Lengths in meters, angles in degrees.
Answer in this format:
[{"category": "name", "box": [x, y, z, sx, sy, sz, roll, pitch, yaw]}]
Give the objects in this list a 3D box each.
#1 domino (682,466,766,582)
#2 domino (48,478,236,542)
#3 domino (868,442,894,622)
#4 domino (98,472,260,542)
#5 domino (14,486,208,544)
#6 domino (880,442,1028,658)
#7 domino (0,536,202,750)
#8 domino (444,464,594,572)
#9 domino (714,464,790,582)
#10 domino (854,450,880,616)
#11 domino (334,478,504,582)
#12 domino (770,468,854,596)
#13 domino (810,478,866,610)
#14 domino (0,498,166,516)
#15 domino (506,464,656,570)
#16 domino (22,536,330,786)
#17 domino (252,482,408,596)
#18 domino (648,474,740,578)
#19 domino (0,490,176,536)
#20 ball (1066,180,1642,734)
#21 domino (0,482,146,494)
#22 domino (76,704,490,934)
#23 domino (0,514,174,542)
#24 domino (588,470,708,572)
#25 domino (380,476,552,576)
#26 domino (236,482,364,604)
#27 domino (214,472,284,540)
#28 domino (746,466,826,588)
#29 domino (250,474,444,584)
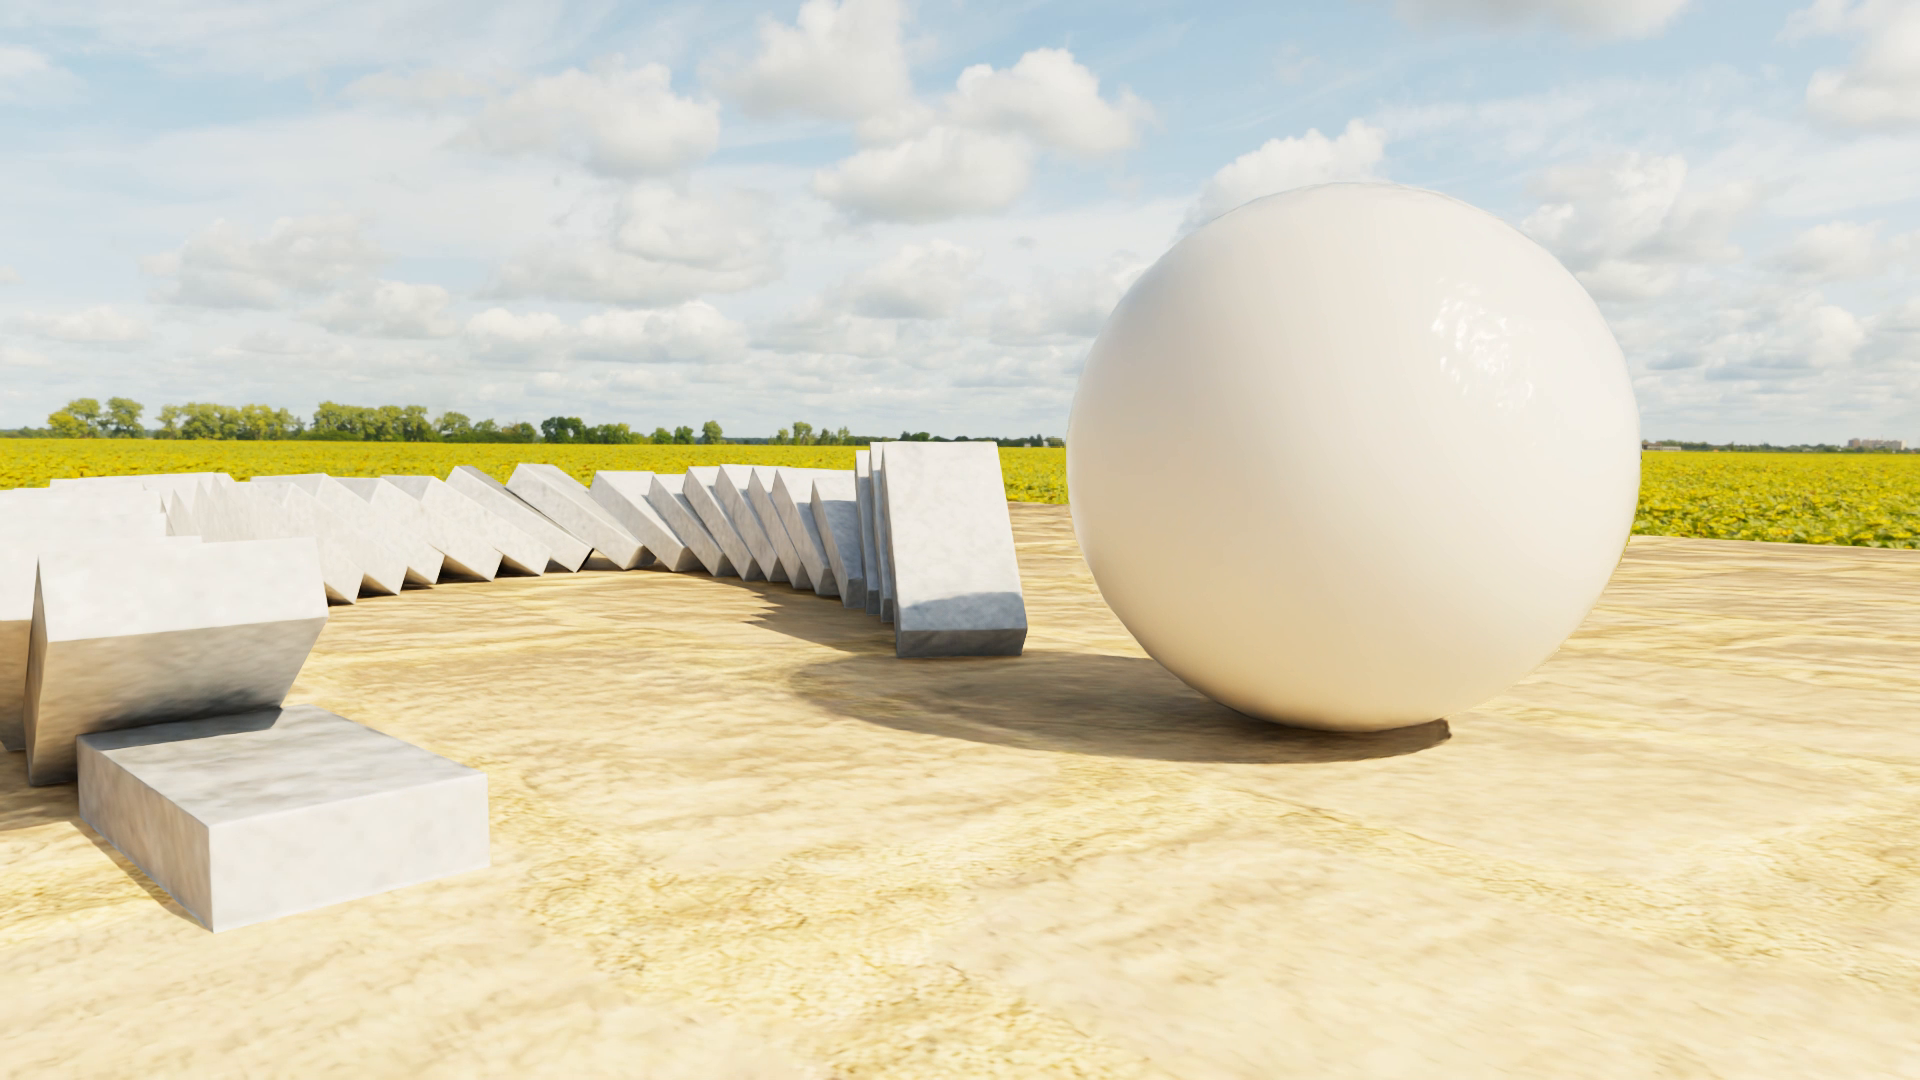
[{"category": "domino", "box": [-0.068, -0.006, 0.417, 0.025, 0.009, 0.050, -3, 37, -38]}, {"category": "domino", "box": [-0.163, 0.005, 0.264, 0.025, 0.009, 0.050, -2, -29, -13]}, {"category": "domino", "box": [-0.009, -0.003, 0.320, 0.025, 0.050, 0.009, -1, -39, -9]}, {"category": "domino", "box": [-0.168, 0.003, 0.280, 0.025, 0.009, 0.050, -3, -29, -10]}, {"category": "domino", "box": [-0.159, 0.007, 0.248, 0.025, 0.009, 0.050, -1, -28, -14]}, {"category": "domino", "box": [-0.002, 0.001, 0.268, 0.025, 0.050, 0.009, -1, -39, -9]}, {"category": "domino", "box": [-0.112, 0.014, 0.166, 0.025, 0.009, 0.050, -2, -23, -30]}, {"category": "domino", "box": [-0.147, -0.007, 0.431, 0.050, 0.010, 0.025, 33, -2, -11]}, {"category": "domino", "box": [-0.057, -0.006, 0.405, 0.025, 0.009, 0.050, 0, 36, -35]}, {"category": "domino", "box": [-0.013, -0.003, 0.334, 0.025, 0.010, 0.050, -1, 47, -9]}, {"category": "domino", "box": [-0.164, -0.003, 0.383, 0.025, 0.010, 0.050, 2, -25, 27]}, {"category": "domino", "box": [-0.036, -0.003, 0.373, 0.025, 0.010, 0.050, 0, 35, -27]}, {"category": "domino", "box": [-0.024, 0.000, 0.352, 0.025, 0.010, 0.050, -1, 34, -18]}, {"category": "domino", "box": [-0.134, 0.010, 0.198, 0.025, 0.009, 0.050, -2, -28, -24]}, {"category": "domino", "box": [-0.128, -0.009, 0.441, 0.050, 0.010, 0.025, 34, 6, 6]}, {"category": "domino", "box": [-0.093, 0.015, 0.151, 0.025, 0.010, 0.050, -5, -22, -39]}, {"category": "domino", "box": [-0.174, 0.000, 0.343, 0.025, 0.009, 0.050, 1, -25, 13]}, {"category": "domino", "box": [-0.082, -0.006, 0.431, 0.025, 0.009, 0.050, -4, 34, -41]}, {"category": "domino", "box": [-0.143, 0.009, 0.213, 0.025, 0.009, 0.050, -3, -28, -23]}, {"category": "ball", "box": [0.056, -0.012, 0.190, 0.080, 0.080, 0.080, 0, 4, 0]}, {"category": "domino", "box": [-0.152, 0.007, 0.228, 0.025, 0.009, 0.050, -5, -27, -18]}, {"category": "domino", "box": [-0.074, 0.028, 0.138, 0.050, 0.009, 0.025, 4, 6, 44]}, {"category": "domino", "box": [-0.124, 0.012, 0.183, 0.025, 0.009, 0.050, -2, -25, -24]}, {"category": "domino", "box": [-0.103, -0.007, 0.442, 0.050, 0.009, 0.025, 37, 22, 29]}, {"category": "domino", "box": [-0.155, -0.004, 0.401, 0.025, 0.009, 0.050, 2, -25, 31]}, {"category": "domino", "box": [-0.176, 0.002, 0.322, 0.025, 0.009, 0.050, 1, -26, 8]}, {"category": "domino", "box": [-0.173, 0.002, 0.298, 0.025, 0.009, 0.050, -2, -29, -3]}, {"category": "domino", "box": [-0.045, -0.004, 0.389, 0.025, 0.010, 0.050, 1, 35, -29]}, {"category": "domino", "box": [-0.172, -0.002, 0.361, 0.025, 0.009, 0.050, -1, -27, 18]}]
